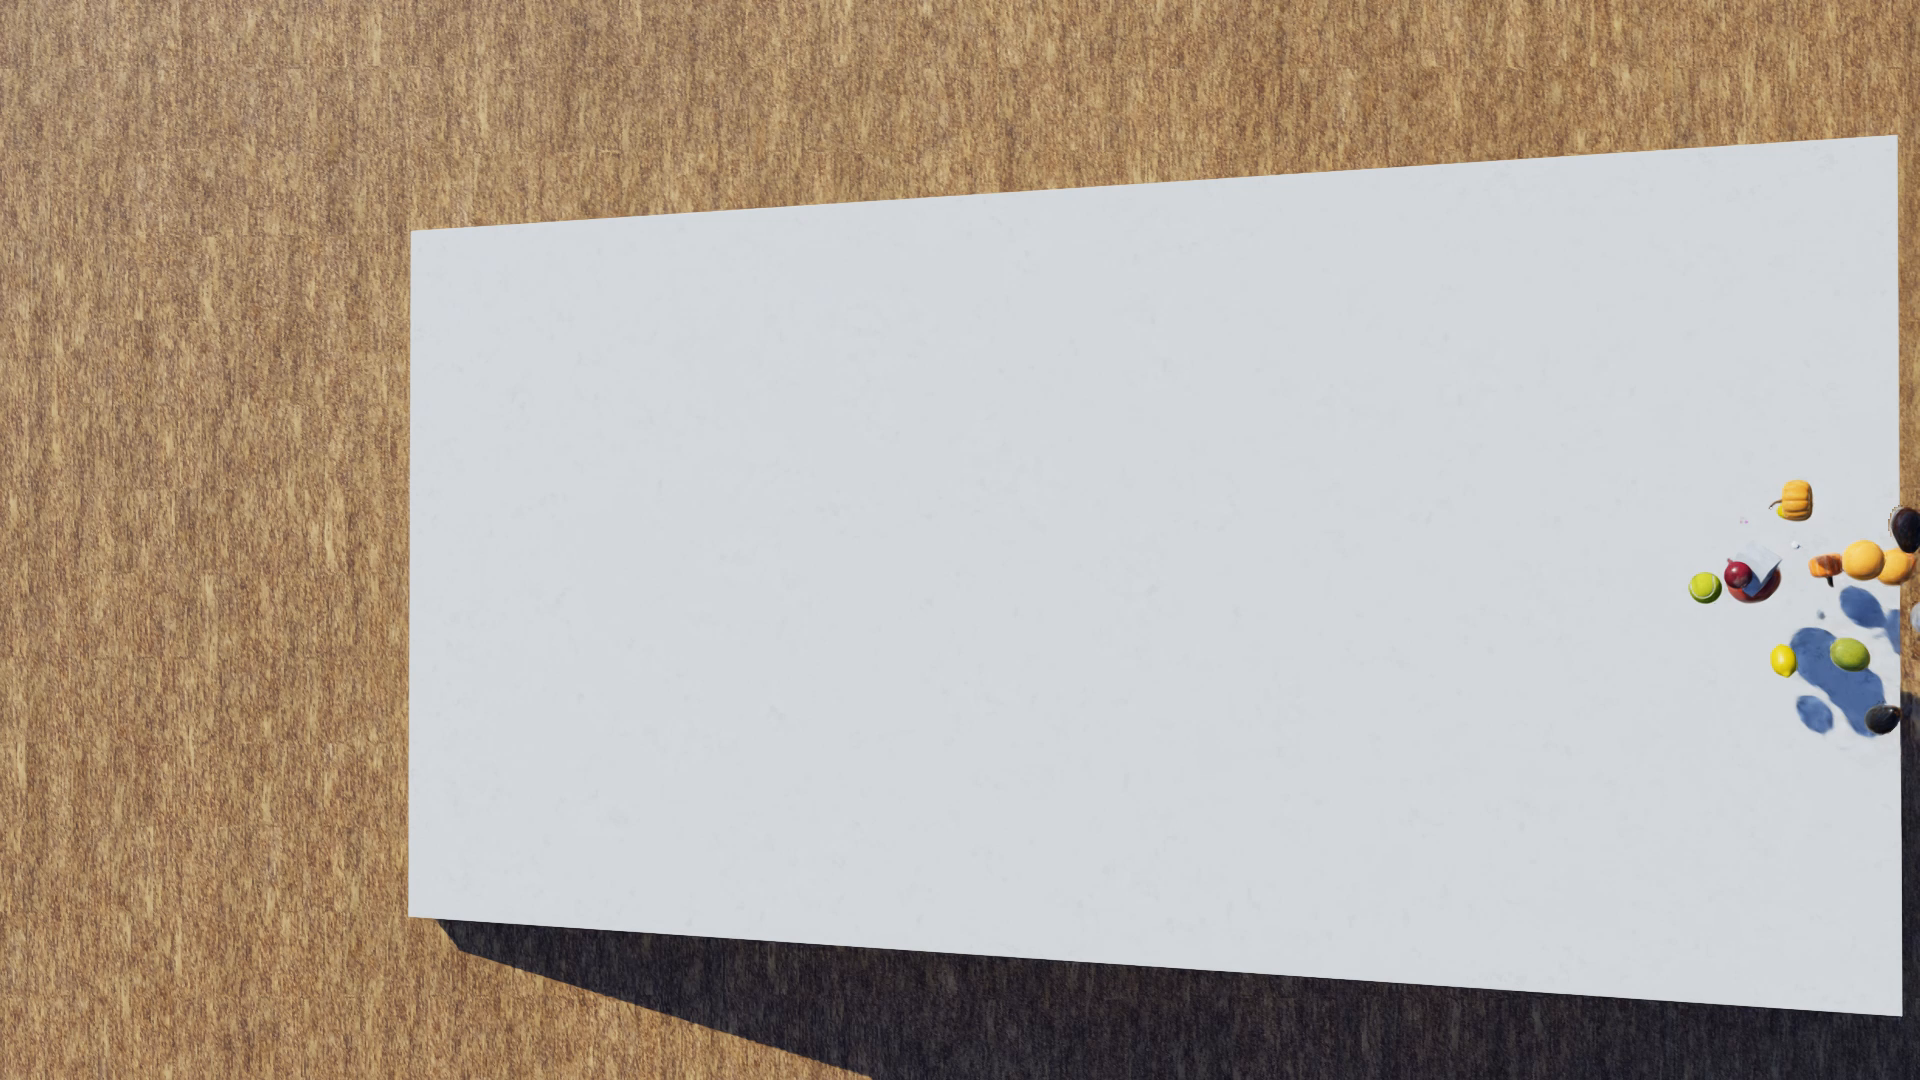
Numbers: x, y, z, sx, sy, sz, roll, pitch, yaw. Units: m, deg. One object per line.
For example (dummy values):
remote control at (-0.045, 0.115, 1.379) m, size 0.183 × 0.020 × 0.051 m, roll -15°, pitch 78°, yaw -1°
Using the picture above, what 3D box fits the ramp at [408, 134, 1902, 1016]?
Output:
ramp at (0.282, 0.088, 5.749) m, size 4.000 × 0.100 × 2.000 m, roll 0°, pitch 89°, yaw 21°

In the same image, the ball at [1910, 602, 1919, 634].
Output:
ball at (2.038, 0.163, 4.613) m, size 0.081 × 0.081 × 0.081 m, roll 0°, pitch 89°, yaw 0°

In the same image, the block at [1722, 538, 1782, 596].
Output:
block at (1.730, 0.061, 4.802) m, size 0.077 × 0.077 × 0.077 m, roll 38°, pitch 131°, yaw 23°
